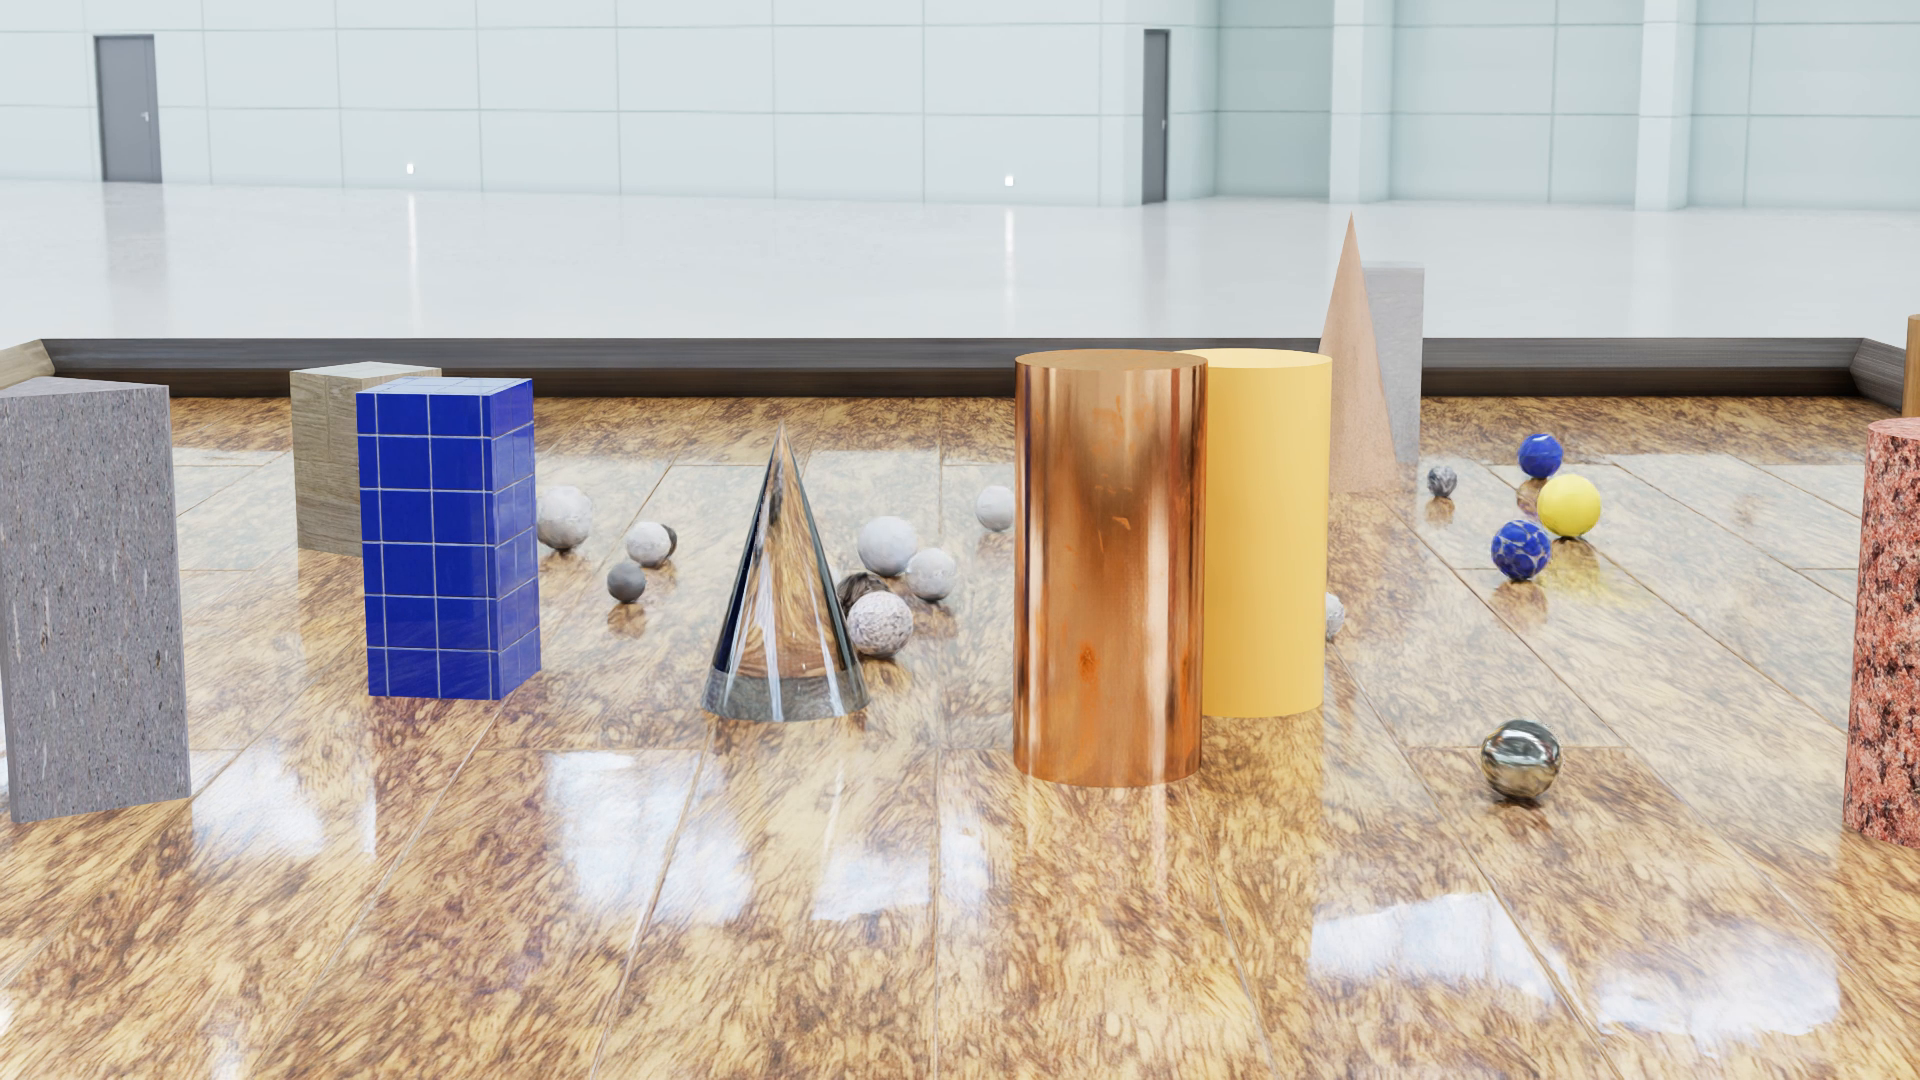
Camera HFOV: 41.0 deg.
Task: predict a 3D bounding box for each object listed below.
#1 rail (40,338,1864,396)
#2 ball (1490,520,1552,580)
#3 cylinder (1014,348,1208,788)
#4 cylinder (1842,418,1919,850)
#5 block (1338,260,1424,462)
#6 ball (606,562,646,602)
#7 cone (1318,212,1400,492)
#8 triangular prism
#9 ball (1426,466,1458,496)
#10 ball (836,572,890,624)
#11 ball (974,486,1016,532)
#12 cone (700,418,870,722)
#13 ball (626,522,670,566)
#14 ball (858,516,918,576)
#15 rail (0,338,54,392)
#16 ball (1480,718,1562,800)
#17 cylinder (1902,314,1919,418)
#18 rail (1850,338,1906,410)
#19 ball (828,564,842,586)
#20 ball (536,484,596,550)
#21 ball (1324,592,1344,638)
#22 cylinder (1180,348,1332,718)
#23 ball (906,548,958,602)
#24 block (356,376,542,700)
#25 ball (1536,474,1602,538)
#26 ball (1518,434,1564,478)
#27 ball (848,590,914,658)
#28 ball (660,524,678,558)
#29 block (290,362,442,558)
[{"bbox_3d":[-0.013,-0.381,5.686,4.055,0.129,0.045,0,10,0],"label":"rail"},{"bbox_3d":[0.805,0.013,3.680,0.086,0.086,0.086,0,10,0],"label":"ball"},{"bbox_3d":[0.156,0.025,2.679,0.199,0.428,0.199,0,10,0],"label":"cylinder"},{"bbox_3d":[0.963,0.087,2.459,0.199,0.386,0.199,0,10,0],"label":"cylinder"},{"bbox_3d":[0.786,-0.338,4.826,0.159,0.360,0.159,2,11,8],"label":"block"},{"bbox_3d":[-0.459,0.058,3.526,0.054,0.054,0.054,0,10,0],"label":"ball"},{"bbox_3d":[0.678,-0.336,4.488,0.199,0.480,0.199,0,10,0],"label":"cone"},{"bbox_3d":[-0.889,0.051,2.569,0.172,0.416,0.149,-7,12,-32],"label":"triangular prism"},{"bbox_3d":[0.824,-0.101,4.387,0.053,0.053,0.053,0,10,0],"label":"ball"},{"bbox_3d":[-0.127,0.083,3.322,0.081,0.081,0.081,0,10,0],"label":"ball"},{"bbox_3d":[0.059,-0.049,4.057,0.072,0.072,0.072,0,10,0],"label":"ball"},{"bbox_3d":[-0.203,0.023,2.951,0.199,0.333,0.199,0,10,0],"label":"cone"},{"bbox_3d":[-0.460,0.006,3.778,0.066,0.066,0.066,0,10,0],"label":"ball"},{"bbox_3d":[-0.105,0.009,3.702,0.088,0.088,0.088,0,10,0],"label":"ball"},{"bbox_3d":[-2.004,0.035,3.437,0.045,0.129,4.598,0,10,0],"label":"rail"},{"bbox_3d":[0.563,0.220,2.577,0.081,0.081,0.081,0,10,0],"label":"ball"},{"bbox_3d":[1.413,-0.117,3.573,0.199,0.382,0.199,0,10,0],"label":"cylinder"},{"bbox_3d":[2.004,0.031,3.460,0.045,0.129,4.598,0,10,0],"label":"rail"},{"bbox_3d":[-0.195,0.069,3.376,0.086,0.086,0.086,0,10,0],"label":"ball"},{"bbox_3d":[-0.605,-0.034,3.901,0.099,0.099,0.099,0,10,0],"label":"ball"},{"bbox_3d":[0.463,0.097,3.298,0.062,0.062,0.062,0,10,0],"label":"ball"},{"bbox_3d":[0.324,-0.012,2.964,0.199,0.397,0.199,0,10,0],"label":"cylinder"},{"bbox_3d":[-0.039,0.048,3.529,0.073,0.073,0.073,0,10,0],"label":"ball"},{"bbox_3d":[-0.602,-0.005,3.038,0.159,0.357,0.159,2,11,8],"label":"block"},{"bbox_3d":[0.951,-0.053,4.004,0.099,0.099,0.099,0,10,0],"label":"ball"},{"bbox_3d":[1.036,-0.150,4.579,0.081,0.081,0.081,0,10,0],"label":"ball"},{"bbox_3d":[-0.099,0.105,3.194,0.083,0.083,0.083,0,10,0],"label":"ball"},{"bbox_3d":[-0.448,0.002,3.839,0.051,0.051,0.051,0,10,0],"label":"ball"},{"bbox_3d":[-0.902,-0.125,3.919,0.159,0.271,0.159,7,13,34],"label":"block"}]
